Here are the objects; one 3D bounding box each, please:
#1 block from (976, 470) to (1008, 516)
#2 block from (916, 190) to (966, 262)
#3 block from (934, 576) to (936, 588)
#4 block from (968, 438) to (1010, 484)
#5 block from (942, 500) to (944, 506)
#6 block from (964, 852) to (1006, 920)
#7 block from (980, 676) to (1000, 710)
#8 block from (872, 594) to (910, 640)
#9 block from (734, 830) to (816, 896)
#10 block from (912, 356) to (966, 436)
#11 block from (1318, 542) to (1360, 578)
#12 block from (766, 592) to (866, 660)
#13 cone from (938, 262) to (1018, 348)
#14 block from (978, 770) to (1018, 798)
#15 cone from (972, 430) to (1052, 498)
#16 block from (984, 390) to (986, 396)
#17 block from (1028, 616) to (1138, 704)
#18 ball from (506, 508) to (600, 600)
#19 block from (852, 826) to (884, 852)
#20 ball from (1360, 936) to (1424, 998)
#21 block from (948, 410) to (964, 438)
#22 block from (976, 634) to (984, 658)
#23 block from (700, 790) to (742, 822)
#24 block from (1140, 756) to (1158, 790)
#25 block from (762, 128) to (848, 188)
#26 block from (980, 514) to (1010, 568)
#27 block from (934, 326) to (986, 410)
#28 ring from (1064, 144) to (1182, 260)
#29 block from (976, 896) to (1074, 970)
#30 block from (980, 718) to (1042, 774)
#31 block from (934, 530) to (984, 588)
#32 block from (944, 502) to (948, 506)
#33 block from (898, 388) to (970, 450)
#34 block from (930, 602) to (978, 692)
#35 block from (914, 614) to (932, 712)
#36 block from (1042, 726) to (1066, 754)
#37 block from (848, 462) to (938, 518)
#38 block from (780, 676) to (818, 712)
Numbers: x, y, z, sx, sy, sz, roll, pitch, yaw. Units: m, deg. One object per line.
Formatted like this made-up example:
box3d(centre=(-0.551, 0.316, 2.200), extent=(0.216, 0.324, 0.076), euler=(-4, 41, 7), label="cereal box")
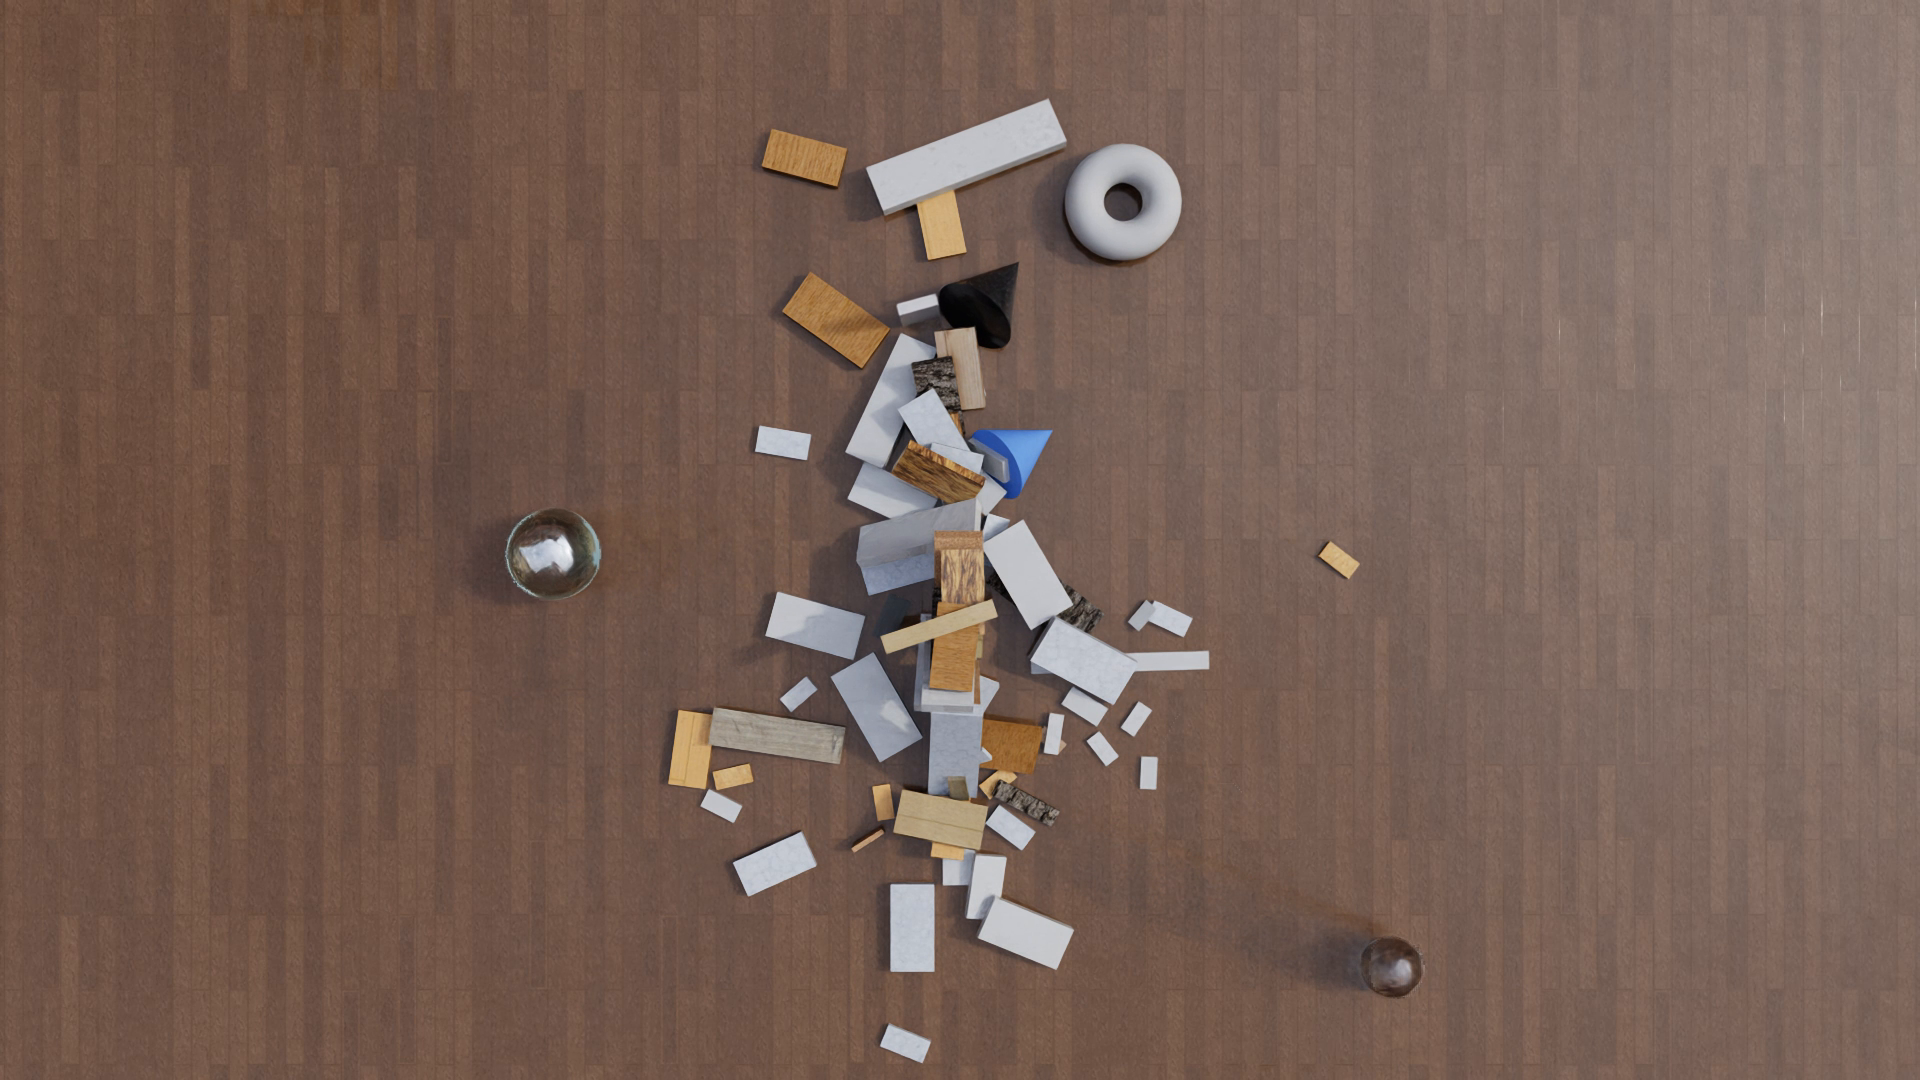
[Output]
box3d(centre=(0.042, -0.189, 5.404), extent=(0.211, 0.030, 0.105), euler=(42, 97, 0), label="block")
box3d(centre=(-0.068, -1.067, 5.482), extent=(0.129, 0.037, 0.258), euler=(-12, 90, 0), label="block")
box3d(centre=(-0.006, 0.119, 5.367), extent=(0.152, 0.304, 0.043), euler=(1, 52, 0), label="block")
box3d(centre=(0.094, -0.260, 5.385), extent=(0.024, 0.086, 0.173), euler=(-32, 46, -27), label="block")
box3d(centre=(-0.013, -0.160, 5.460), extent=(0.105, 0.030, 0.211), euler=(-13, 104, 0), label="block")
box3d(centre=(0.085, 1.148, 5.463), extent=(0.107, 0.030, 0.213), euler=(7, 95, -15), label="block")
box3d(centre=(0.043, 0.531, 5.434), extent=(0.095, 0.027, 0.191), euler=(23, 118, -14), label="block")
box3d(centre=(-0.229, 0.261, 5.489), extent=(0.076, 0.022, 0.152), euler=(24, 90, 0), label="block")
box3d(centre=(-0.614, 1.075, 5.483), extent=(0.247, 0.035, 0.123), euler=(-24, 90, 0), label="block")
box3d(centre=(-0.069, -0.463, 5.418), extent=(0.134, 0.038, 0.267), euler=(-9, 114, 2), label="block")
box3d(centre=(1.261, 0.067, 5.491), extent=(0.124, 0.018, 0.062), euler=(37, 90, 0), label="block")
box3d(centre=(-0.478, 0.284, 5.479), extent=(0.301, 0.043, 0.151), euler=(15, 90, 0), label="block")
box3d(centre=(0.122, -0.828, 5.438), extent=(0.278, 0.278, 0.278), euler=(37, 63, 0), label="cone")
box3d(centre=(0.126, 0.803, 5.492), extent=(0.117, 0.017, 0.058), euler=(-39, 90, 0), label="block")
box3d(centre=(0.214, -0.307, 5.443), extent=(0.254, 0.254, 0.254), euler=(-32, 90, -27), label="cone")
box3d(centre=(0.040, -0.533, 5.478), extent=(0.062, 0.018, 0.124), euler=(-16, 103, 0), label="block")
box3d(centre=(0.407, 0.396, 5.431), extent=(0.325, 0.046, 0.162), euler=(29, 98, -13), label="block")
box3d(centre=(-1.318, 0.045, 5.350), extent=(0.299, 0.299, 0.299), euler=(0, 90, 0), label="ball")
box3d(centre=(-0.304, 0.992, 5.471), extent=(0.118, 0.059, 0.017), euler=(-33, 90, 0), label="block")
box3d(centre=(1.413, 1.398, 5.400), extent=(0.199, 0.199, 0.199), euler=(0, 90, 0), label="ball")
box3d(centre=(-0.036, -0.314, 5.444), extent=(0.105, 0.030, 0.211), euler=(-14, 114, 0), label="block")
box3d(centre=(0.001, 0.252, 5.396), extent=(0.152, 0.043, 0.304), euler=(1, 125, 0), label="block")
box3d(centre=(-0.794, 0.885, 5.491), extent=(0.124, 0.018, 0.062), euler=(27, 90, 0), label="block")
box3d(centre=(0.628, 0.775, 5.492), extent=(0.053, 0.015, 0.106), euler=(3, 90, 0), label="block")
box3d(centre=(-0.515, -1.267, 5.482), extent=(0.258, 0.037, 0.129), euler=(15, 90, 0), label="block")
box3d(centre=(0.101, 0.001, 5.472), extent=(0.084, 0.024, 0.167), euler=(16, 90, -25), label="block")
box3d(centre=(0.001, -0.565, 5.437), extent=(0.134, 0.038, 0.267), euler=(-5, 105, 9), label="block")
box3d(centre=(0.538, -1.113, 5.437), extent=(0.385, 0.128, 0.385), euler=(0, 90, 1), label="ring")
box3d(centre=(0.216, 1.298, 5.459), extent=(0.288, 0.041, 0.144), euler=(24, 90, -8), label="block")
box3d(centre=(0.093, 0.671, 5.422), extent=(0.327, 0.046, 0.163), euler=(8, 120, -6), label="block")
box3d(centre=(-0.003, 0.113, 5.252), extent=(0.152, 0.043, 0.304), euler=(0, 120, 1), label="block")
box3d(centre=(-0.001, -0.065, 5.456), extent=(0.084, 0.024, 0.167), euler=(-10, 104, -1), label="block")
box3d(centre=(-0.076, -0.344, 5.369), extent=(0.134, 0.038, 0.267), euler=(-31, 90, 7), label="block")
box3d(centre=(-0.015, 0.330, 5.109), extent=(0.133, 0.038, 0.266), euler=(6, 88, -1), label="block")
box3d(centre=(-0.055, 0.393, 5.278), extent=(0.162, 0.046, 0.323), euler=(3, 60, 2), label="block")
box3d(centre=(0.303, 0.667, 5.493), extent=(0.095, 0.014, 0.048), euler=(40, 90, 0), label="block")
box3d(centre=(-0.219, -0.142, 5.470), extent=(0.274, 0.039, 0.137), euler=(24, 88, 4), label="block")
box3d(centre=(-0.537, 0.513, 5.492), extent=(0.115, 0.016, 0.058), euler=(-41, 90, 0), label="block")
